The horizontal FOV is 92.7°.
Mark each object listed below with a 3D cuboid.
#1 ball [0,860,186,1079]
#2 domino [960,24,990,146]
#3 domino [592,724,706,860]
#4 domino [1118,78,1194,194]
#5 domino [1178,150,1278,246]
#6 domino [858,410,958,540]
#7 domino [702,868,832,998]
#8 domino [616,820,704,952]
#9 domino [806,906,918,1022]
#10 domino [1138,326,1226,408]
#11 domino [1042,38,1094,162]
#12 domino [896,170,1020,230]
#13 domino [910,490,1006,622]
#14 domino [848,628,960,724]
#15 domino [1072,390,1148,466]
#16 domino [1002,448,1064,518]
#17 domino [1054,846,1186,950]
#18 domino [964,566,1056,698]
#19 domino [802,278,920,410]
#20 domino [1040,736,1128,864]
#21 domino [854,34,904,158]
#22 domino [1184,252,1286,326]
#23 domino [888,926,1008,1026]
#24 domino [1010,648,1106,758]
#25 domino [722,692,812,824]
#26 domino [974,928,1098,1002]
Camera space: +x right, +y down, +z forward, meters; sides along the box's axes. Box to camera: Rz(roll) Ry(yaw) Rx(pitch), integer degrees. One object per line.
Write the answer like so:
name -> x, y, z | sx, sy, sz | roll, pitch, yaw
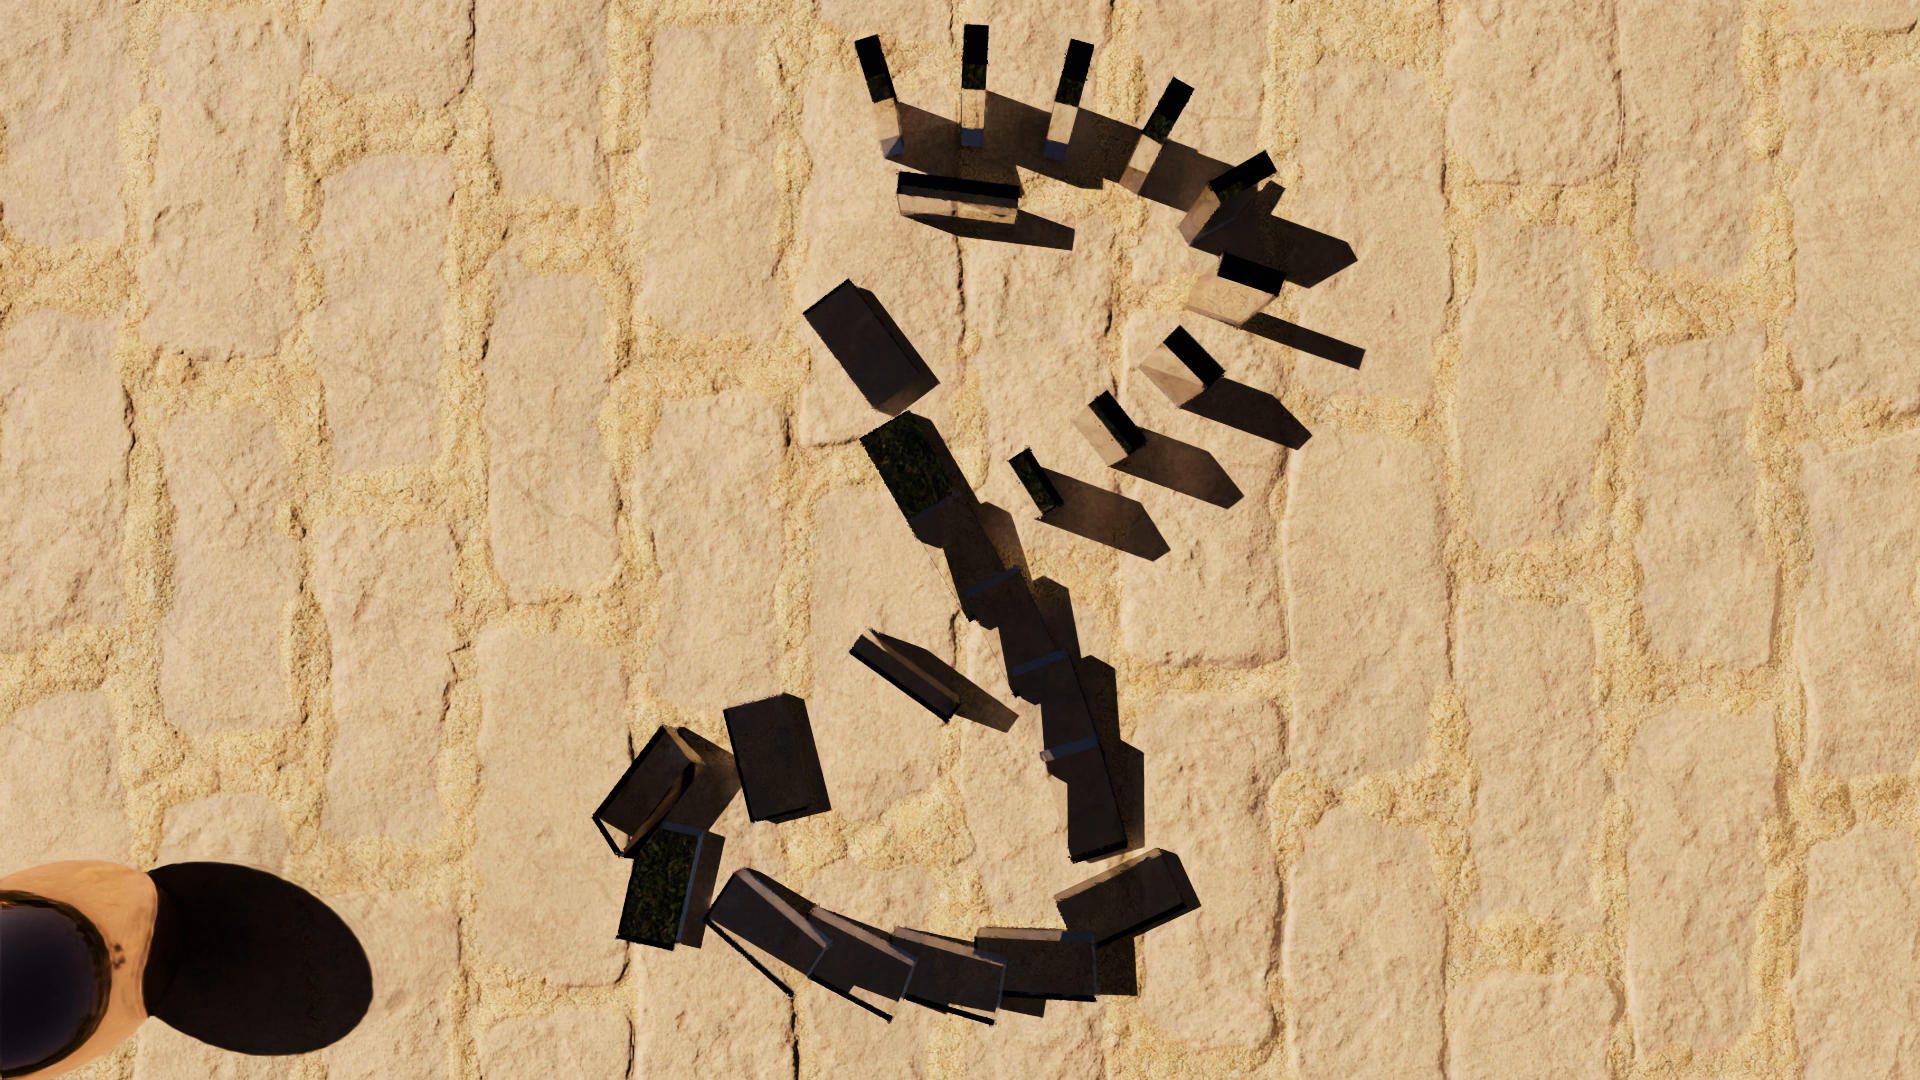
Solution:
ball -> -0.357, 0.168, 0.360 | 0.080, 0.080, 0.080 | 0, 90, 0
domino -> 0.006, -0.184, 0.375 | 0.009, 0.050, 0.025 | 3, 90, 0
domino -> -0.132, 0.107, 0.389 | 0.025, 0.010, 0.050 | 37, 90, 35
domino -> 0.079, -0.164, 0.375 | 0.010, 0.050, 0.025 | 30, 90, 0
domino -> 0.108, -0.139, 0.375 | 0.025, 0.050, 0.010 | -30, 90, 0
domino -> -0.020, -0.028, 0.395 | 0.025, 0.009, 0.050 | -30, 90, 0
domino -> -0.082, 0.166, 0.389 | 0.050, 0.010, 0.025 | 34, 91, 15
domino -> -0.129, 0.148, 0.395 | 0.025, 0.010, 0.050 | 13, 90, 0
domino -> -0.046, 0.179, 0.389 | 0.050, 0.010, 0.025 | 20, 90, 15
domino -> 0.089, -0.070, 0.375 | 0.009, 0.050, 0.025 | -45, 90, 0
domino -> 0.044, -0.178, 0.375 | 0.009, 0.050, 0.025 | 15, 90, 0
domino -> -0.001, -0.143, 0.388 | 0.050, 0.025, 0.010 | 7, 90, 0
domino -> 0.002, 0.007, 0.390 | 0.025, 0.010, 0.050 | -30, 104, 0
domino -> -0.023, 0.057, 0.388 | 0.050, 0.025, 0.010 | 36, 90, 0
domino -> 0.060, -0.045, 0.375 | 0.010, 0.050, 0.025 | -39, 90, 0
domino -> 0.029, -0.022, 0.375 | 0.010, 0.050, 0.025 | -33, 90, 0
domino -> 0.069, 0.156, 0.395 | 0.050, 0.010, 0.025 | -25, 90, 0
domino -> 0.024, 0.039, 0.389 | 0.025, 0.010, 0.050 | -26, 105, 0
domino -> -0.042, -0.084, 0.395 | 0.025, 0.009, 0.050 | -37, 90, 0
domino -> 0.053, 0.110, 0.389 | 0.025, 0.010, 0.050 | -17, 105, 0
domino -> -0.032, -0.180, 0.375 | 0.010, 0.050, 0.025 | -17, 90, 0
domino -> 0.111, -0.101, 0.375 | 0.025, 0.050, 0.009 | 19, 90, 0
domino -> -0.007, 0.185, 0.389 | 0.050, 0.010, 0.025 | 9, 90, 15
domino -> 0.042, 0.074, 0.389 | 0.025, 0.010, 0.050 | -20, 105, 0
domino -> -0.083, 0.094, 0.395 | 0.025, 0.010, 0.050 | -14, 90, 0
domino -> 0.032, 0.180, 0.389 | 0.050, 0.009, 0.025 | -4, 90, 14
